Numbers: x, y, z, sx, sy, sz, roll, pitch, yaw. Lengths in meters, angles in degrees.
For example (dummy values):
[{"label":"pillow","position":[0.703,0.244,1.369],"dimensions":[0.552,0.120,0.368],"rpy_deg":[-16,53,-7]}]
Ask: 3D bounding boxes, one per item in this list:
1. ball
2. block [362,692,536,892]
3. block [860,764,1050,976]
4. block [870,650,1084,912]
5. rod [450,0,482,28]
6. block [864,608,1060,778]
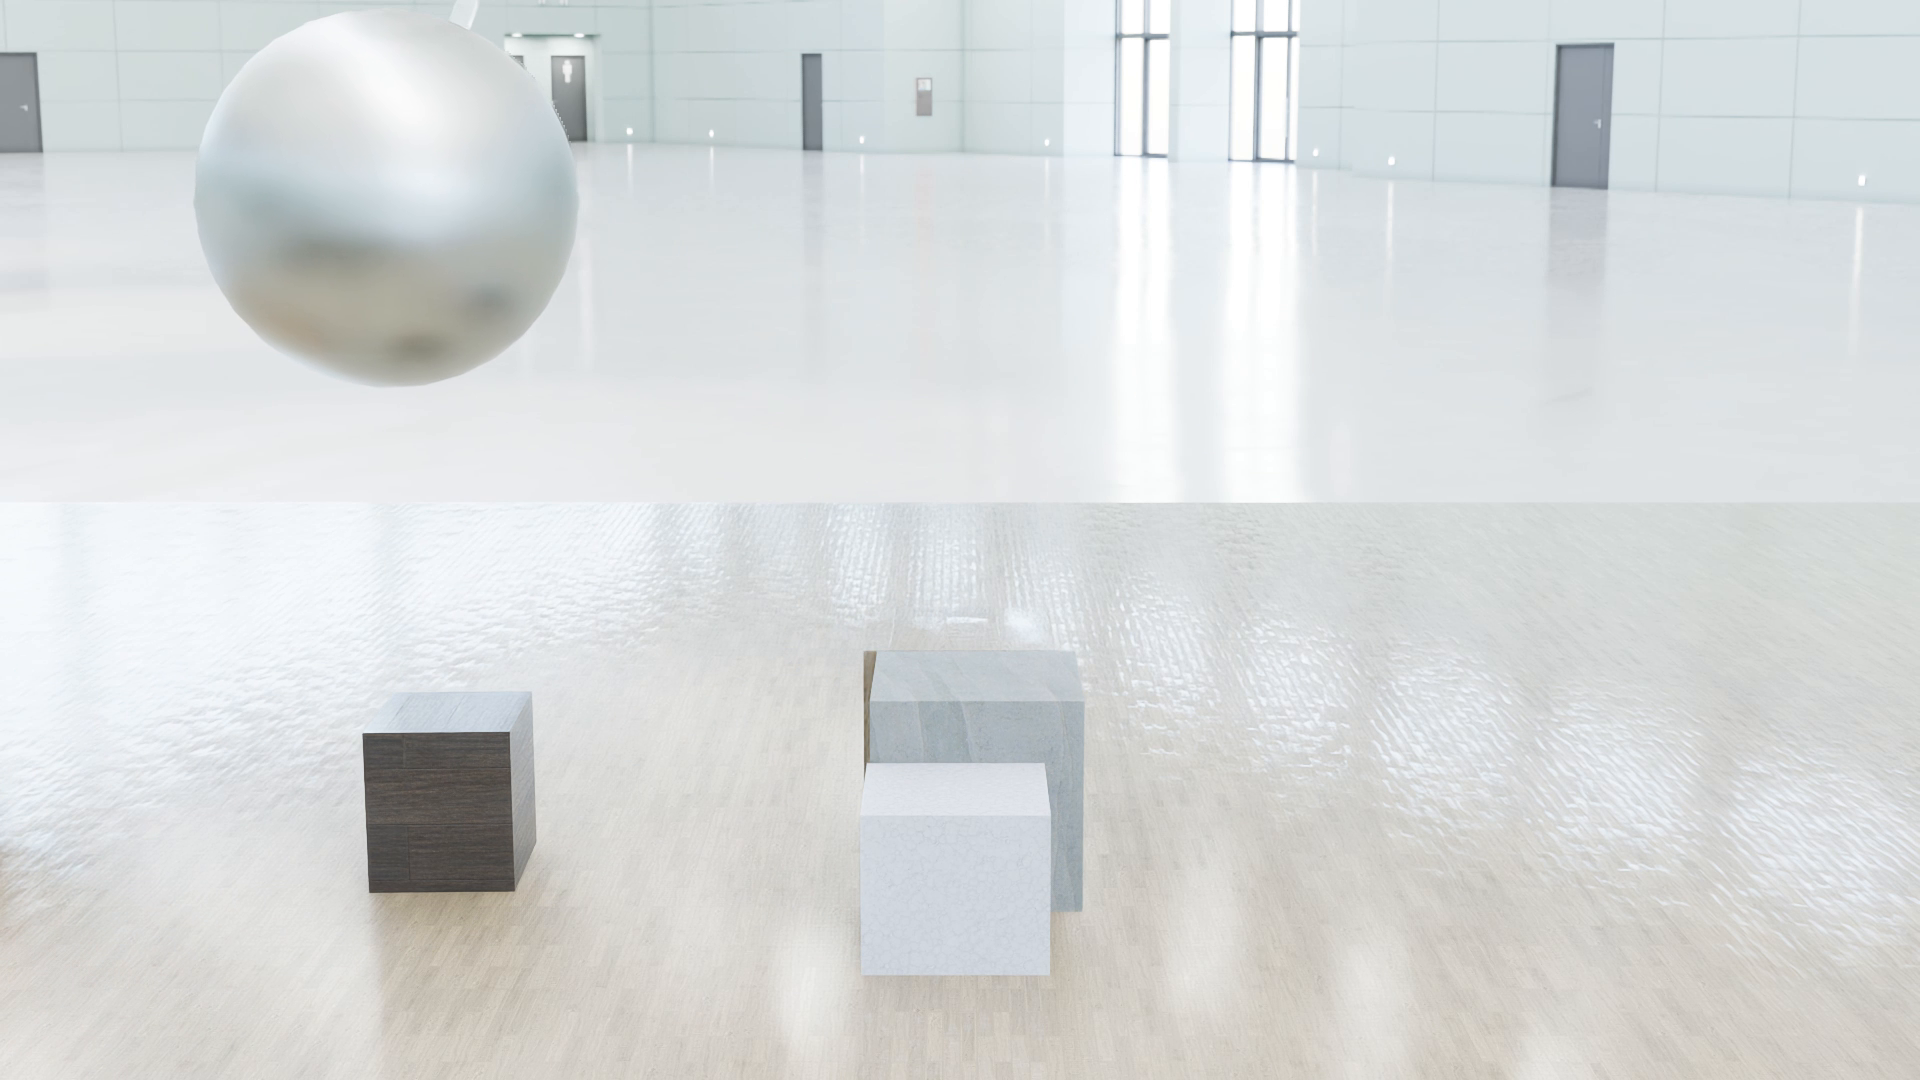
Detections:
[{"label":"ball","position":[-2.429,-1.447,10.917],"dimensions":[1.600,1.600,1.600],"rpy_deg":[0,10,0]},{"label":"block","position":[-2.263,1.112,11.445],"dimensions":[0.631,0.716,0.735],"rpy_deg":[0,10,-2]},{"label":"block","position":[-0.018,1.326,10.442],"dimensions":[0.744,0.654,0.770],"rpy_deg":[0,10,0]},{"label":"block","position":[0.072,1.041,11.272],"dimensions":[0.898,0.919,0.946],"rpy_deg":[0,10,0]},{"label":"rod","position":[-1.053,-4.505,10.361],"dimensions":[0.080,5.200,0.080],"rpy_deg":[24,9,-4]},{"label":"block","position":[0.008,0.869,12.220],"dimensions":[0.896,0.918,0.962],"rpy_deg":[0,10,0]}]
